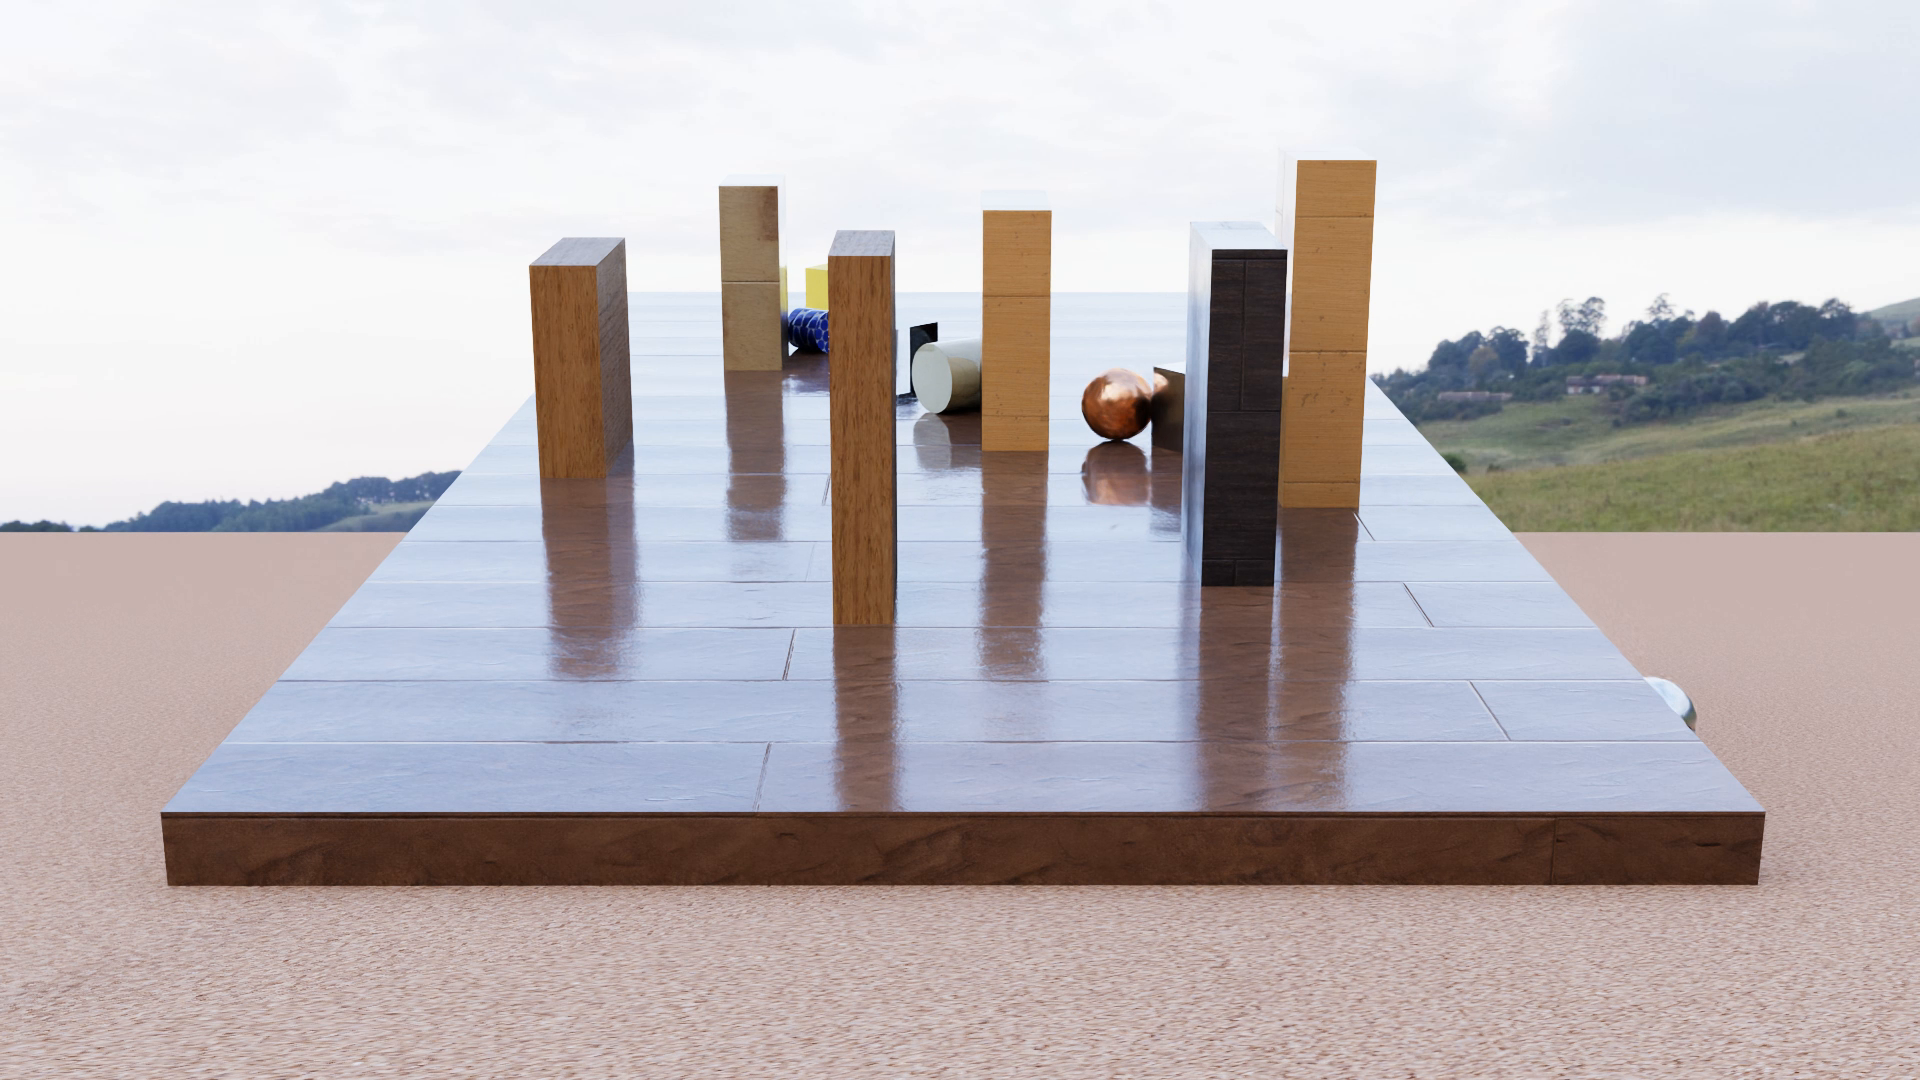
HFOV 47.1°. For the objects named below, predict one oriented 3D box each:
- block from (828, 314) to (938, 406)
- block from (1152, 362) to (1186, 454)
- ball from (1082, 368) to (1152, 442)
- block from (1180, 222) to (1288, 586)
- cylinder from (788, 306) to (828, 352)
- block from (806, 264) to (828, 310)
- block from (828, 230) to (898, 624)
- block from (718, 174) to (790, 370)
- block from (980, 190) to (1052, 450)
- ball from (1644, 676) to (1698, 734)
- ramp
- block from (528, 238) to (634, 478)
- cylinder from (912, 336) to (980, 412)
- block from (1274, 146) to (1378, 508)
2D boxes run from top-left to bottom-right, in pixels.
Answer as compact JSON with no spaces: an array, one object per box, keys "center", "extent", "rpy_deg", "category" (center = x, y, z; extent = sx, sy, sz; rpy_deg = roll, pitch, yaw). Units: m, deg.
[{"center":[-0.177,-0.417,5.101],"extent":[0.179,0.179,0.179],"rpy_deg":[15,21,42],"category":"block"},{"center":[0.524,-0.278,4.625],"extent":[0.170,0.170,0.170],"rpy_deg":[-11,19,-34],"category":"block"},{"center":[0.337,-0.289,4.689],"extent":[0.156,0.156,0.156],"rpy_deg":[0,0,0],"category":"ball"},{"center":[0.463,-0.240,3.760],"extent":[0.122,0.564,0.338],"rpy_deg":[0,16,0],"category":"block"},{"center":[-0.374,-0.543,5.682],"extent":[0.107,0.107,0.107],"rpy_deg":[13,9,39],"category":"cylinder"},{"center":[-0.332,-0.692,6.148],"extent":[0.142,0.142,0.142],"rpy_deg":[10,18,31],"category":"block"},{"center":[-0.153,-0.187,3.536],"extent":[0.095,0.582,0.288],"rpy_deg":[0,16,0],"category":"block"},{"center":[-0.512,-0.671,5.500],"extent":[0.144,0.453,0.254],"rpy_deg":[0,16,0],"category":"block"},{"center":[0.116,-0.477,4.716],"extent":[0.141,0.503,0.354],"rpy_deg":[0,16,0],"category":"block"},{"center":[1.288,0.341,4.111],"extent":[0.170,0.170,0.170],"rpy_deg":[0,0,0],"category":"ball"},{"center":[-0.002,-0.154,4.682],"extent":[2.000,0.100,4.000],"rpy_deg":[0,16,0],"category":"ramp"},{"center":[-0.772,-0.382,4.518],"extent":[0.131,0.425,0.396],"rpy_deg":[0,16,0],"category":"block"},{"center":[0.001,-0.376,4.996],"extent":[0.158,0.158,0.158],"rpy_deg":[-11,7,-34],"category":"cylinder"},{"center":[0.683,-0.409,4.200],"extent":[0.145,0.652,0.245],"rpy_deg":[0,16,0],"category":"block"}]
